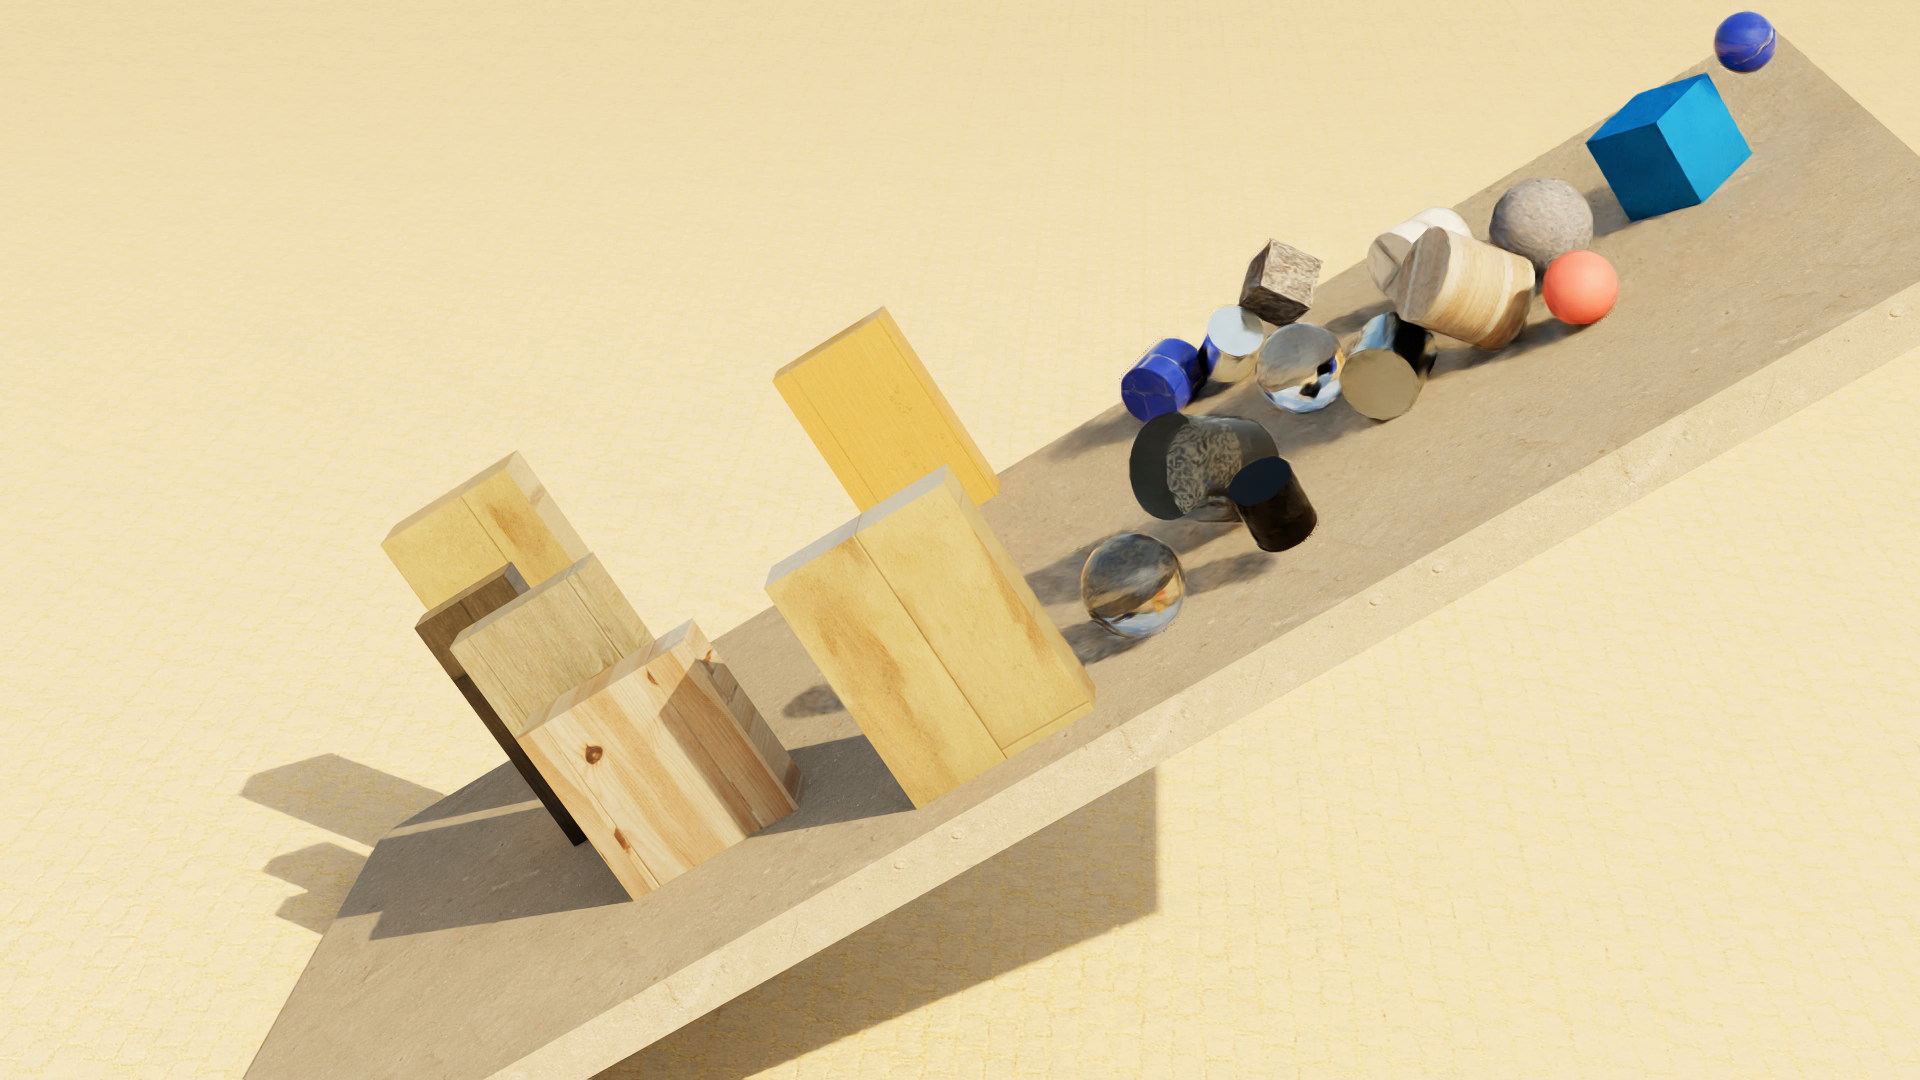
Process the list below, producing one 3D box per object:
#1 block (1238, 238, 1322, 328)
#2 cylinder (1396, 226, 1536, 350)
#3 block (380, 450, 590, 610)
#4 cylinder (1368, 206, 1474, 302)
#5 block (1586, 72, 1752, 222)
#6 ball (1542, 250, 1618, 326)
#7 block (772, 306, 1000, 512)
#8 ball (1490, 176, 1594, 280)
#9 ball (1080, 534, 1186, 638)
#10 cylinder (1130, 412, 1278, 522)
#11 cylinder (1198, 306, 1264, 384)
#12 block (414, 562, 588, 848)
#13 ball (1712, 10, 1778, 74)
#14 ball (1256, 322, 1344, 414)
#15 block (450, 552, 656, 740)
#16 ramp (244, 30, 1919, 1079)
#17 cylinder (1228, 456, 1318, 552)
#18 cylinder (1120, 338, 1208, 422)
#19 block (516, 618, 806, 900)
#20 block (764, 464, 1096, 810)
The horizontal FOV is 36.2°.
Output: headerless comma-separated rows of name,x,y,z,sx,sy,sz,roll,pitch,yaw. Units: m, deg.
block,0.722,-0.577,6.643,0.127,0.127,0.127,23,-26,-11
cylinder,1.001,-0.498,5.833,0.197,0.197,0.197,16,14,-20
block,-0.991,0.197,6.943,0.361,0.739,0.140,-30,15,13
cylinder,0.944,-0.582,6.014,0.156,0.156,0.156,-30,34,-34
block,1.449,-0.802,6.015,0.195,0.195,0.195,-42,17,-29
ball,1.194,-0.486,5.661,0.144,0.144,0.144,0,20,0
block,-0.175,-0.260,7.091,0.311,0.520,0.096,-30,15,13
ball,1.178,-0.631,5.958,0.207,0.207,0.207,0,20,0
ball,0.328,0.087,5.572,0.200,0.200,0.200,0,20,0
cylinder,0.481,-0.141,5.783,0.210,0.210,0.210,1,14,-44
cylinder,0.614,-0.444,6.673,0.129,0.129,0.129,2,64,-5
block,-0.922,0.366,6.509,0.243,0.615,0.081,-30,15,13
ball,1.575,-0.998,5.902,0.125,0.125,0.125,0,20,0
ball,0.717,-0.361,6.179,0.191,0.191,0.191,0,20,0
block,-0.748,0.366,6.174,0.346,0.601,0.094,-30,15,13
ramp,0.140,0.170,6.292,4.000,0.100,2.000,-30,15,13
cylinder,0.580,-0.066,5.452,0.125,0.125,0.125,-22,36,17
cylinder,0.471,-0.365,6.775,0.149,0.149,0.149,12,38,30
block,-0.603,0.447,5.971,0.407,0.418,0.136,-30,15,13
block,-0.052,0.182,5.452,0.390,0.518,0.114,-30,15,13
